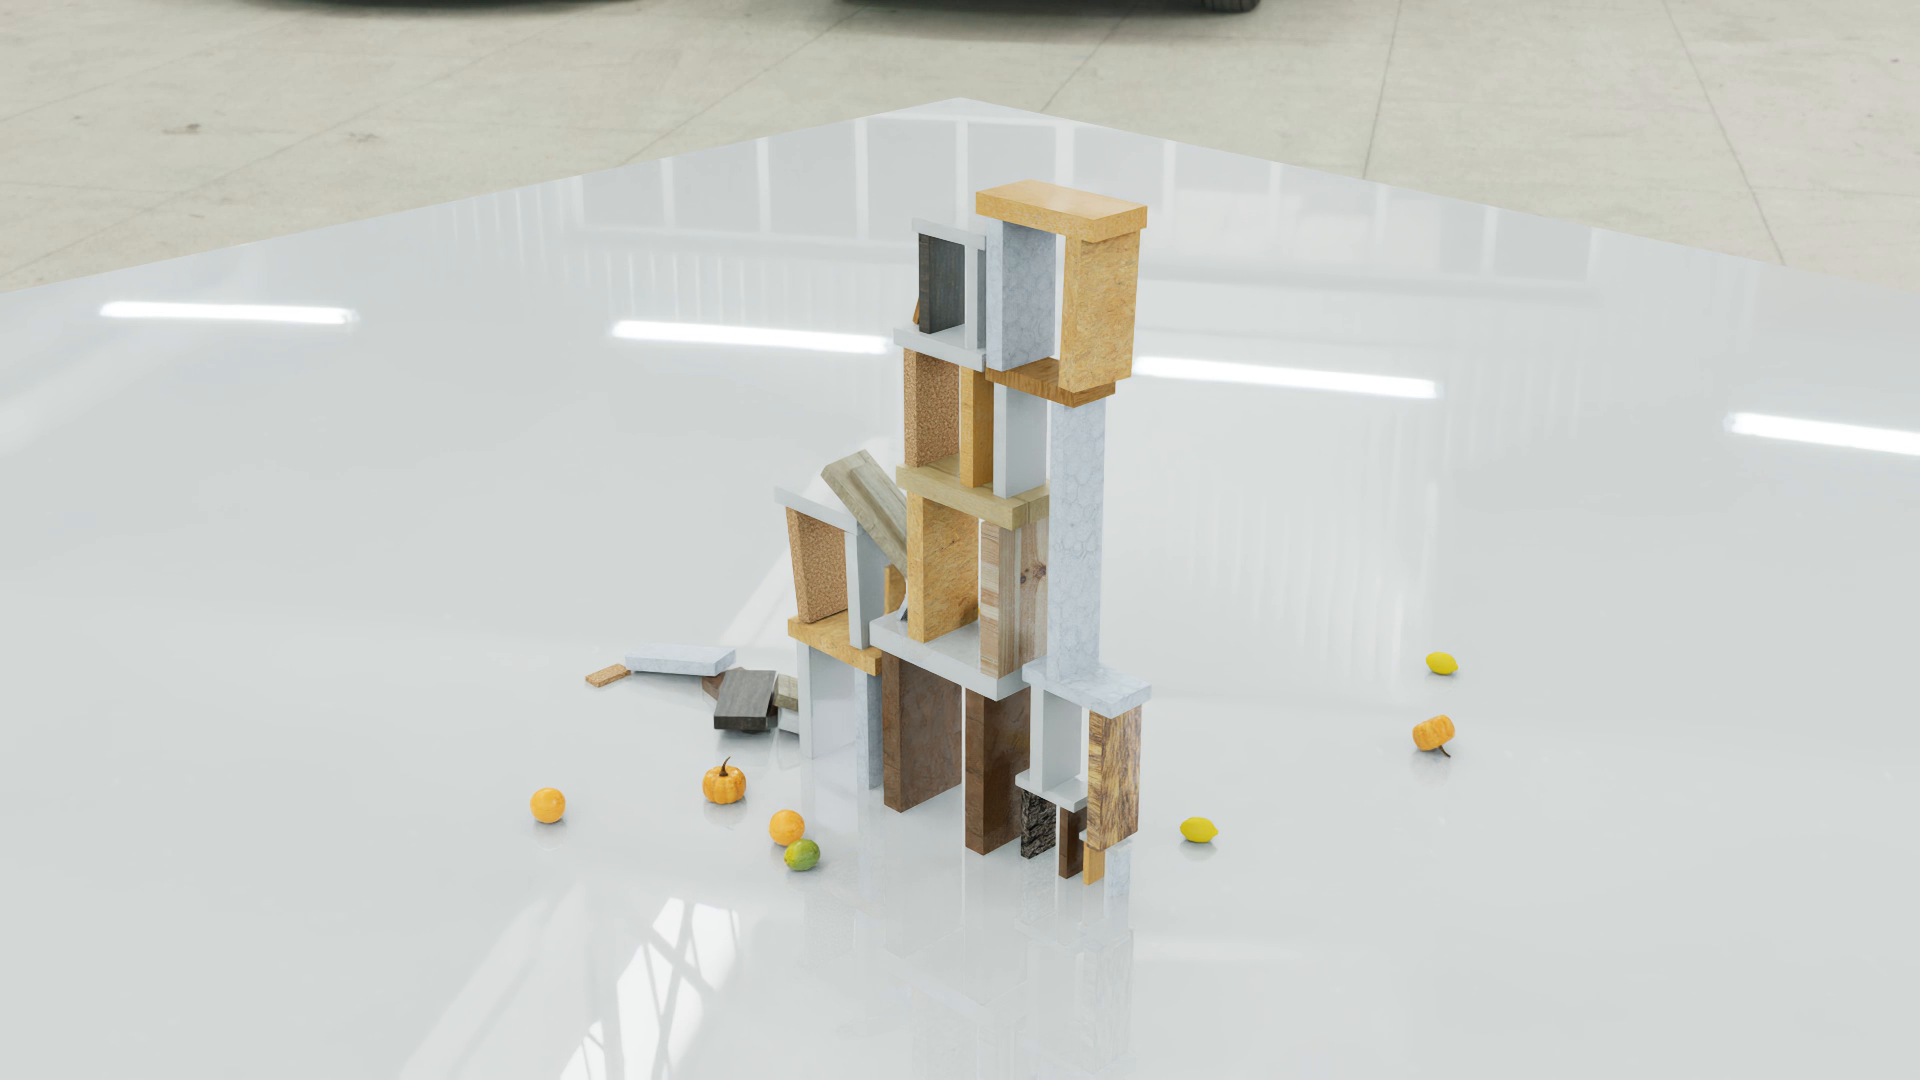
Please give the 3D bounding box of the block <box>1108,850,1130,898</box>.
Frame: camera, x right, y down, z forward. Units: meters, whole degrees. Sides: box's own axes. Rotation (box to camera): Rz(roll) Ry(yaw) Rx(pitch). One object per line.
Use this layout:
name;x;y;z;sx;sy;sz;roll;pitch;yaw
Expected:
block;0.301;0.626;4.164;0.047;0.095;0.013;-21;31;-40

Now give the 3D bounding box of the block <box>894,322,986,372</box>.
block;-0.001;-0.365;4.064;0.116;0.033;0.231;-21;31;-41

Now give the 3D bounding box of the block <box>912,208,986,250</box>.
block;0.011;-0.563;3.975;0.094;0.027;0.187;-21;31;-40

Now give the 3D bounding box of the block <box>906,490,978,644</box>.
block;-0.032;0.032;4.266;0.043;0.307;0.153;21;31;40

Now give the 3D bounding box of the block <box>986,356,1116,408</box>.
block;0.160;-0.288;3.923;0.108;0.031;0.217;-21;31;-40

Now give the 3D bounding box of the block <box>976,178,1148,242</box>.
block;0.173;-0.570;3.792;0.274;0.039;0.137;21;30;40

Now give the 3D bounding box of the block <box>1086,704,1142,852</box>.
block;0.287;0.432;4.098;0.111;0.288;0.031;-21;31;-41

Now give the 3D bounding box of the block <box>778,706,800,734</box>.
block;-0.346;0.366;4.818;0.102;0.029;0.204;18;20;-12

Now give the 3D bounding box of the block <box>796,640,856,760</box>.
block;-0.280;0.318;4.665;0.135;0.270;0.038;-21;31;-41

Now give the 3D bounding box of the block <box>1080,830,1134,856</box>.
block;0.277;0.568;4.163;0.095;0.013;0.047;20;30;39

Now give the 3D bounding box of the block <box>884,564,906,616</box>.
block;-0.129;0.135;4.413;0.048;0.188;0.014;-21;32;-40

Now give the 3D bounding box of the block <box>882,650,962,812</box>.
block;-0.076;0.361;4.461;0.050;0.351;0.175;21;31;41

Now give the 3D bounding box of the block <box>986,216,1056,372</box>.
block;0.109;-0.450;3.912;0.137;0.274;0.039;-21;31;-40

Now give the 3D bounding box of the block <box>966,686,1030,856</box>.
block;0.090;0.425;4.309;0.050;0.351;0.175;21;31;41

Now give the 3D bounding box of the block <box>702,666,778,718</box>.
block;-0.483;0.345;4.910;0.102;0.029;0.204;-15;27;-31

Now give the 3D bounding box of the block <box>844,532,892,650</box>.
block;-0.170;0.086;4.450;0.124;0.248;0.035;-21;29;-40

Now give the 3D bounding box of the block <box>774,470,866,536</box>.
block;-0.248;-0.077;4.469;0.247;0.035;0.124;22;31;40

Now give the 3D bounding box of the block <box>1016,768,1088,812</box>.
block;0.188;0.474;4.226;0.152;0.022;0.076;21;31;41

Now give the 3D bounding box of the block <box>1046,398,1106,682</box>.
block;0.210;-0.005;3.987;0.108;0.541;0.031;-21;30;-40

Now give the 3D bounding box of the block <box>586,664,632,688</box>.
block;-0.802;0.309;5.016;0.047;0.013;0.094;20;30;39

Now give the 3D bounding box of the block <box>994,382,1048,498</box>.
block;0.110;-0.194;4.017;0.108;0.217;0.031;-21;31;-40

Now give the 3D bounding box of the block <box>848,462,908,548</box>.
block;-0.124;-0.045;4.338;0.047;0.013;0.263;-23;67;-41

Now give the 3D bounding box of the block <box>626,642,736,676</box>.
block;-0.639;0.273;5.035;0.224;0.032;0.112;3;15;19

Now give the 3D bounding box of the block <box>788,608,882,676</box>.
block;-0.217;0.201;4.547;0.135;0.038;0.270;-21;31;-40

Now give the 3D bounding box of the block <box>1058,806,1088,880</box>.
block;0.225;0.569;4.226;0.076;0.152;0.022;-20;30;-39

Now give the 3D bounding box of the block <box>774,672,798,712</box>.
block;-0.304;0.353;4.806;0.204;0.029;0.102;17;21;-12

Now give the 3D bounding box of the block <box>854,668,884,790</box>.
block;-0.151;0.369;4.545;0.135;0.270;0.038;-20;30;-38

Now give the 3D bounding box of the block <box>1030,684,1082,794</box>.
block;0.183;0.360;4.183;0.031;0.222;0.111;21;31;40

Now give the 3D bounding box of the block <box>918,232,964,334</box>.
block;-0.033;-0.482;4.058;0.027;0.187;0.094;21;31;40

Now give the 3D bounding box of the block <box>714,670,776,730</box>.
block;-0.470;0.349;4.823;0.112;0.032;0.224;1;23;1

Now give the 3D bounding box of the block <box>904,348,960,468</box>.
block;-0.053;-0.264;4.163;0.033;0.231;0.116;21;31;40

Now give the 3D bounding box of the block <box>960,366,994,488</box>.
block;0.053;-0.222;4.065;0.116;0.231;0.033;-21;31;-40

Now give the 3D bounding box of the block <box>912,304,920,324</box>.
block;-0.057;-0.449;4.100;0.047;0.095;0.013;-22;51;-41

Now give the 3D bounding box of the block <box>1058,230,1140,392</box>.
block;0.241;-0.402;3.800;0.137;0.275;0.039;-17;31;-36

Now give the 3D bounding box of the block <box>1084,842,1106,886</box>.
block;0.257;0.609;4.205;0.013;0.095;0.047;21;31;41

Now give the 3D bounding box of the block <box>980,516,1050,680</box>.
block;0.105;0.092;4.125;0.043;0.307;0.153;19;29;37

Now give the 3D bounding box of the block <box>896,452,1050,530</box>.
block;0.040;-0.101;4.130;0.153;0.043;0.307;-21;31;-40

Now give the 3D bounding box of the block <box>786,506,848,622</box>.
block;-0.290;0.035;4.569;0.124;0.247;0.035;-21;23;-40

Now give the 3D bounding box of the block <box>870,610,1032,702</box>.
block;0.007;0.209;4.307;0.351;0.050;0.175;21;31;41

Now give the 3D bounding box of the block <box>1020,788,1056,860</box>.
block;0.154;0.540;4.292;0.076;0.152;0.022;-20;30;-39

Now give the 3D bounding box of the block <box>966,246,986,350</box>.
block;0.055;-0.447;3.977;0.094;0.187;0.027;-21;31;-40

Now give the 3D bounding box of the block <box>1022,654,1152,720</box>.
block;0.234;0.264;4.084;0.111;0.031;0.222;-21;31;-40

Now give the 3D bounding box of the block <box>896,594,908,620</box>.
block;-0.090;0.117;4.344;0.048;0.095;0.014;-22;62;-41

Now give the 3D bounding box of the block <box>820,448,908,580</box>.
block;-0.139;-0.044;4.359;0.112;0.032;0.305;-26;70;-42
